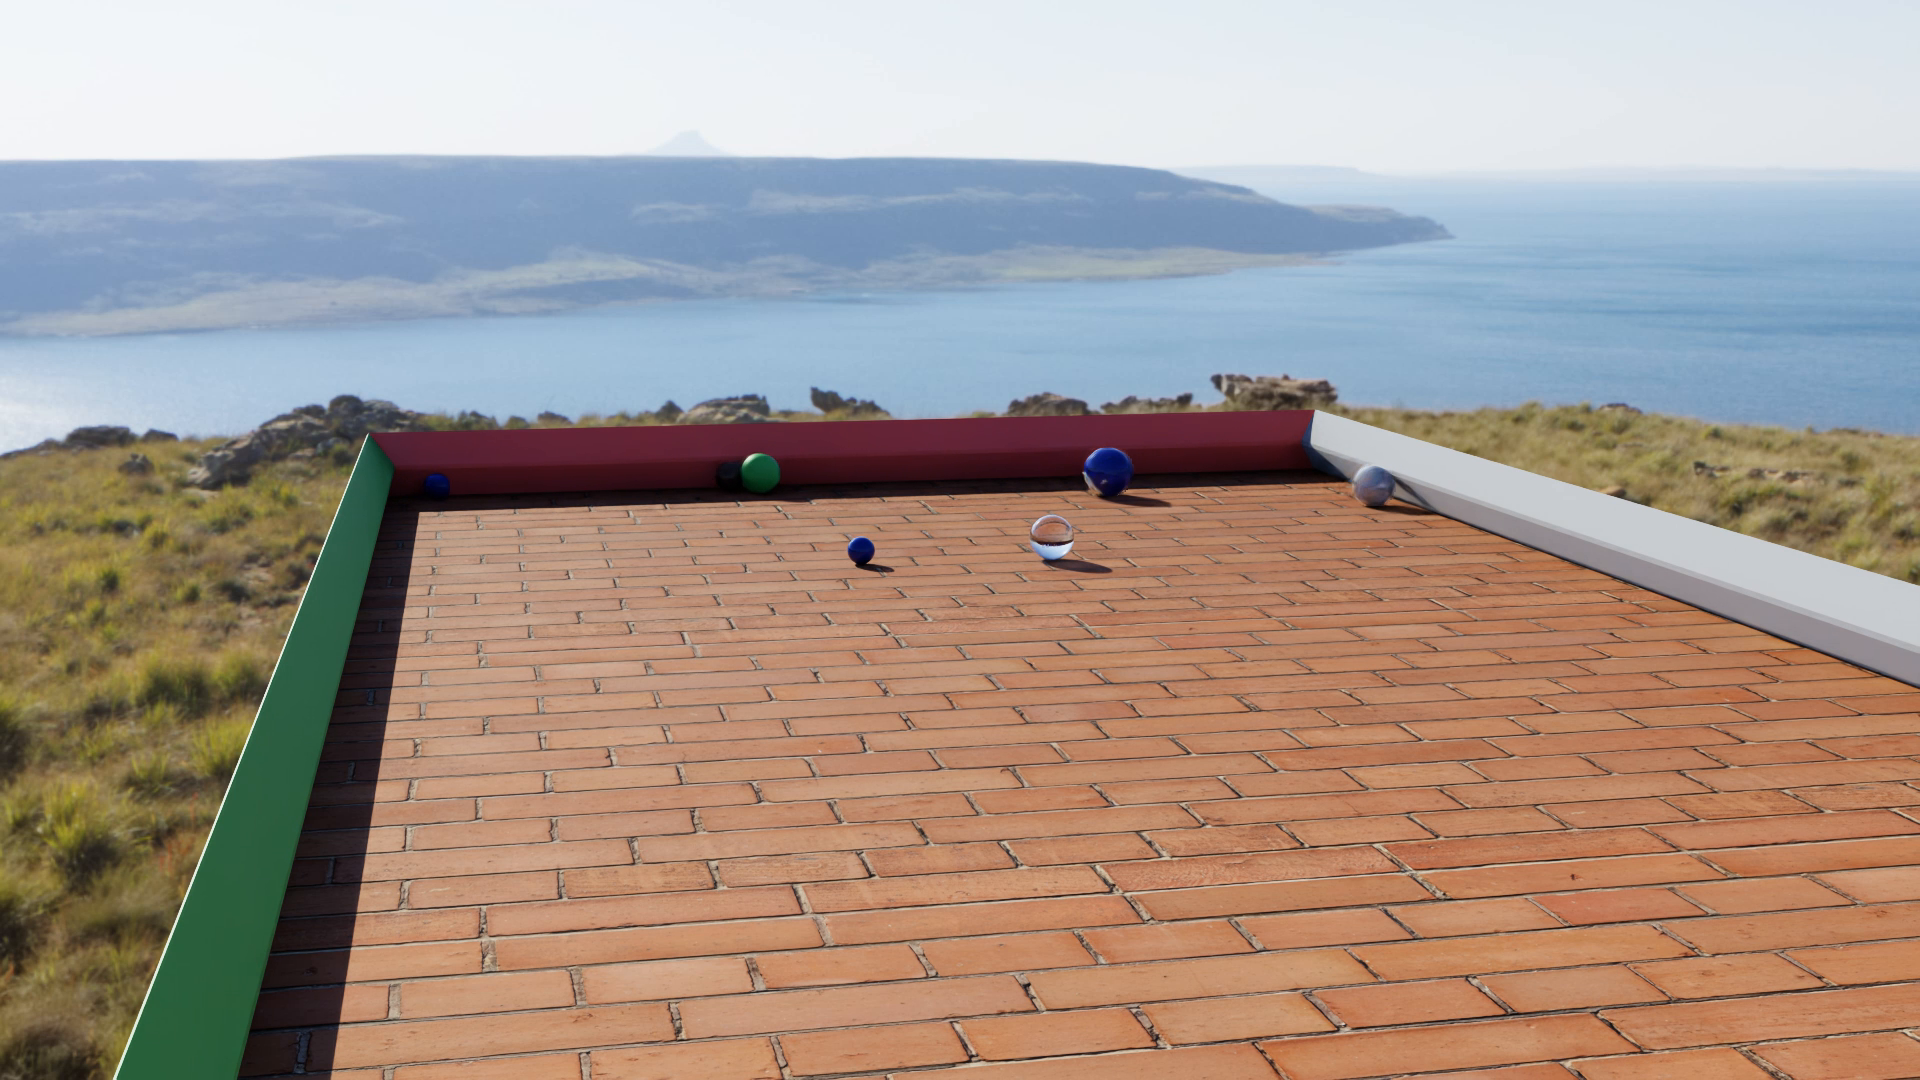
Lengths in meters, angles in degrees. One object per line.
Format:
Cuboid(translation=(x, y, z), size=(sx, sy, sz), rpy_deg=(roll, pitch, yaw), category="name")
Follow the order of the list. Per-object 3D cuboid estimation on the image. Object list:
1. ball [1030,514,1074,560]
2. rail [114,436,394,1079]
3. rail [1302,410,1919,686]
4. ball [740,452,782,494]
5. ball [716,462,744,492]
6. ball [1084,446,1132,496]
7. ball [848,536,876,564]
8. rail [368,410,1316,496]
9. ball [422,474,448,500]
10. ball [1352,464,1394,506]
Cuboid(translation=(0.135, -0.004, 3.245), size=(0.067, 0.067, 0.067), rpy_deg=(0, 10, 0), category="ball")
Cuboid(translation=(-0.659, 0.142, 2.257), size=(0.045, 0.111, 3.328), rpy_deg=(-2, 10, -12), category="rail")
Cuboid(translation=(1.014, 0.080, 2.616), size=(0.045, 0.111, 3.328), rpy_deg=(-2, 10, -12), category="rail")
Cuboid(translation=(-0.354, -0.119, 3.904), size=(0.072, 0.072, 0.072), rpy_deg=(0, 10, 0), category="ball")
Cuboid(translation=(-0.410, -0.114, 3.931), size=(0.054, 0.054, 0.054), rpy_deg=(0, 10, 0), category="ball")
Cuboid(translation=(0.260, -0.121, 3.876), size=(0.086, 0.086, 0.086), rpy_deg=(0, 10, 0), category="ball")
Cuboid(translation=(-0.144, 0.015, 3.212), size=(0.041, 0.041, 0.041), rpy_deg=(0, 10, 0), category="ball")
Cuboid(translation=(-0.172, -0.159, 4.017), size=(1.760, 0.111, 0.045), rpy_deg=(-2, 10, -12), category="rail")
Cuboid(translation=(-0.915, -0.094, 3.836), size=(0.045, 0.045, 0.045), rpy_deg=(0, 10, 0), category="ball")
Cuboid(translation=(0.707, -0.094, 3.762), size=(0.070, 0.070, 0.070), rpy_deg=(0, 10, 0), category="ball")
